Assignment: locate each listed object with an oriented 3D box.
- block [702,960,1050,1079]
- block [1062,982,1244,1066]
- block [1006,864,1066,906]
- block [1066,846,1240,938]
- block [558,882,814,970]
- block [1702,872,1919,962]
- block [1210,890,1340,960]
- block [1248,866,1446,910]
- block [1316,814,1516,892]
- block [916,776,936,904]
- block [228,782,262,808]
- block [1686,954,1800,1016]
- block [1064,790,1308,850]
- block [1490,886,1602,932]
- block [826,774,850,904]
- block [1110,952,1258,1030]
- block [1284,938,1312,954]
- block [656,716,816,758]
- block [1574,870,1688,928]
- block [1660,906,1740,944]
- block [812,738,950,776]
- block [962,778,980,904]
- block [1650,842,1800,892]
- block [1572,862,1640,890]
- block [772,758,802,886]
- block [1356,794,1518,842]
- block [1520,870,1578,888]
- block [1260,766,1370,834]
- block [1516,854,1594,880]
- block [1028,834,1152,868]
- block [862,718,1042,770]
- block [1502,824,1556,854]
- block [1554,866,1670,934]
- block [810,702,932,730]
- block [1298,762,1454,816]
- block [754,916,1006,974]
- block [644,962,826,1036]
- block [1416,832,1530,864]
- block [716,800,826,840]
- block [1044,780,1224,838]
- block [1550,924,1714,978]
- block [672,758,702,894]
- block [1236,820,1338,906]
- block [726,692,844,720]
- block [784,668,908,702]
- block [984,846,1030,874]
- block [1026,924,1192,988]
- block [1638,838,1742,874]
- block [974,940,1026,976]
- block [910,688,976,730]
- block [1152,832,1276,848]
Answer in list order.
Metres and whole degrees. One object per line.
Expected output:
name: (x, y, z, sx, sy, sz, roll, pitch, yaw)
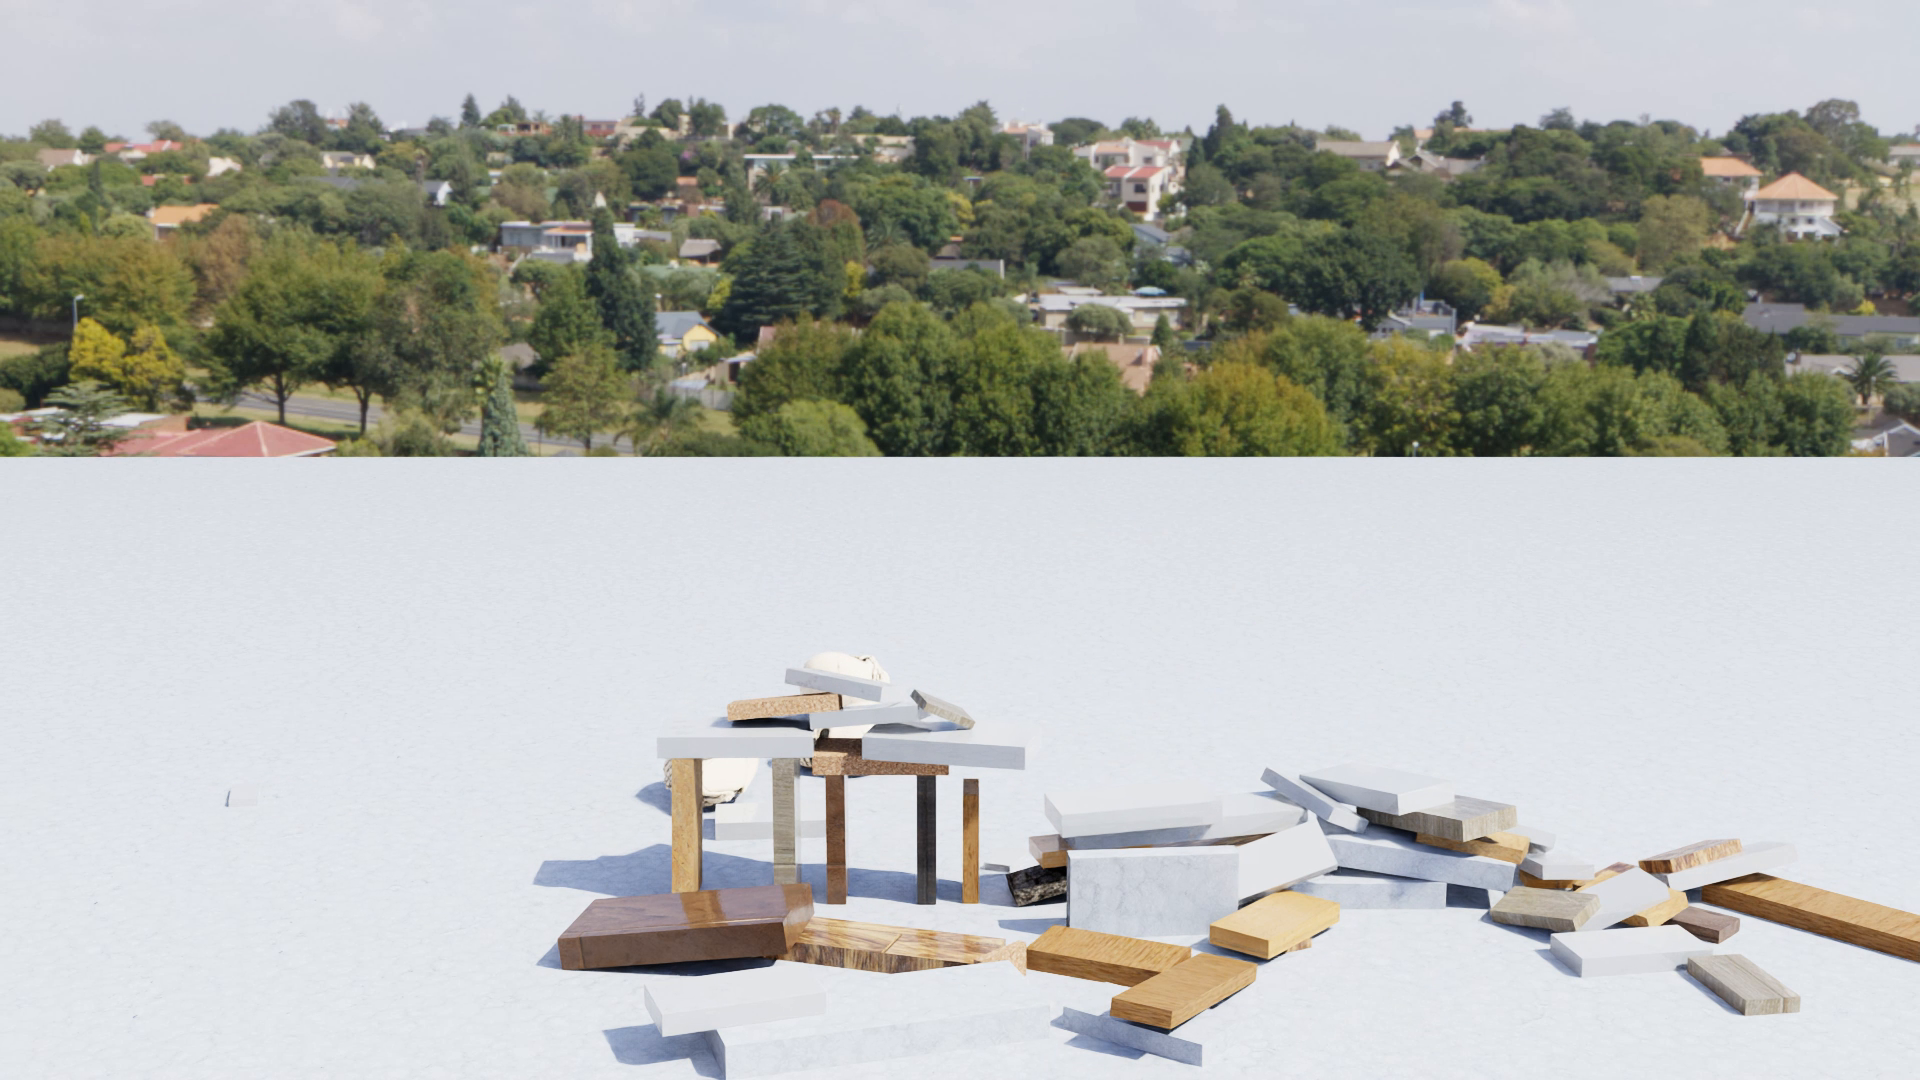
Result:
block: (-0.121, 0.672, 3.092, 0.461, 0.050, 0.177, -3, 11, -18)
block: (0.271, 0.680, 3.096, 0.227, 0.032, 0.113, 8, 13, 36)
block: (0.175, 0.555, 3.651, 0.186, 0.026, 0.093, -16, 10, -5)
block: (0.304, 0.557, 3.478, 0.268, 0.134, 0.038, -1, 11, -6)
block: (-0.418, 0.593, 3.383, 0.355, 0.050, 0.177, -6, 9, 11)
block: (1.478, 0.617, 3.435, 0.115, 0.033, 0.633, -9, 14, -41)
block: (0.495, 0.601, 3.452, 0.107, 0.030, 0.213, 9, 14, 39)
block: (0.634, 0.567, 3.668, 0.319, 0.045, 0.159, 0, 11, 0)
block: (0.754, 0.517, 3.668, 0.319, 0.045, 0.159, 8, 11, 8)
block: (-0.055, 0.481, 3.649, 0.031, 0.221, 0.111, 0, 11, 0)
block: (-1.363, 0.485, 4.192, 0.052, 0.015, 0.104, -3, 11, -14)
block: (1.156, 0.656, 3.248, 0.086, 0.024, 0.171, -2, 11, -9)
block: (0.370, 0.467, 3.668, 0.398, 0.035, 0.123, -4, 9, -11)
block: (0.931, 0.586, 3.499, 0.077, 0.022, 0.155, -31, 18, -37)
block: (-0.203, 0.481, 3.650, 0.031, 0.221, 0.111, 0, 11, 0)
block: (0.326, 0.644, 3.156, 0.090, 0.025, 0.351, 7, 4, 27)
block: (0.503, 0.623, 3.455, 0.048, 0.014, 0.096, -6, 12, -28)
block: (-0.365, 0.324, 3.618, 0.252, 0.036, 0.126, 0, 10, -1)
block: (1.075, 0.579, 3.536, 0.086, 0.024, 0.171, -26, 15, -23)
block: (1.156, 0.607, 3.517, 0.155, 0.022, 0.077, 10, 14, 42)
block: (-0.128, 0.357, 3.626, 0.221, 0.031, 0.111, 0, 11, 0)
block: (0.018, 0.499, 3.649, 0.026, 0.186, 0.093, 0, 11, 0)
block: (1.260, 0.543, 3.655, 0.230, 0.030, 0.107, -12, -4, -9)
block: (1.081, 0.567, 3.673, 0.105, 0.015, 0.053, -19, 10, -24)
block: (-0.287, 0.466, 3.646, 0.036, 0.252, 0.126, 0, 11, 0)
block: (0.789, 0.453, 3.653, 0.123, 0.035, 0.247, -9, 7, -32)
block: (1.005, 0.573, 3.718, 0.105, 0.015, 0.053, 0, 11, 0)
block: (0.594, 0.436, 3.690, 0.090, 0.025, 0.179, 23, 4, -36)
block: (0.998, 0.548, 3.691, 0.085, 0.024, 0.169, 0, -2, 0)
block: (0.216, 0.508, 3.644, 0.186, 0.026, 0.093, -4, 9, -12)
block: (-0.012, 0.330, 3.583, 0.268, 0.038, 0.134, 2, 11, 13)
block: (0.966, 0.515, 3.778, 0.085, 0.024, 0.169, 15, -12, 9)
block: (1.025, 0.579, 3.498, 0.179, 0.025, 0.090, -22, 14, -8)
block: (-0.146, 0.286, 3.606, 0.182, 0.026, 0.091, -5, 0, 13)
block: (0.702, 0.419, 3.719, 0.123, 0.035, 0.247, -9, 7, -31)
block: (-0.142, 0.626, 3.387, 0.409, 0.032, 0.113, 3, 11, 18)
block: (-0.313, 0.637, 3.053, 0.230, 0.033, 0.115, -4, 11, -20)
block: (0.851, 0.496, 3.645, 0.171, 0.024, 0.086, 11, 11, 21)
block: (-0.329, 0.511, 4.007, 0.230, 0.033, 0.115, -1, 11, -6)
block: (0.284, 0.441, 3.620, 0.268, 0.038, 0.134, -4, 9, -9)
block: (1.028, 0.630, 3.372, 0.213, 0.030, 0.107, -2, 11, -11)
block: (-0.452, 0.466, 3.645, 0.036, 0.252, 0.126, 1, 11, 0)
block: (0.475, 0.535, 3.559, 0.256, 0.085, 0.024, -19, -31, -7)
block: (-0.289, 0.274, 3.638, 0.182, 0.026, 0.091, -5, 0, 2)
block: (-0.189, 0.241, 3.650, 0.182, 0.026, 0.091, 9, 1, 25)
block: (0.081, 0.555, 3.820, 0.047, 0.013, 0.095, 4, 11, 22)
block: (0.225, 0.635, 3.339, 0.227, 0.032, 0.113, 5, 12, 25)
block: (1.216, 0.526, 3.662, 0.155, 0.022, 0.077, -11, -4, -26)
block: (0.060, 0.637, 3.277, 0.015, 0.052, 0.104, 9, 14, 41)
block: (-0.028, 0.275, 3.580, 0.104, 0.015, 0.052, 25, 9, -34)
block: (0.418, 0.534, 3.665, 0.319, 0.045, 0.159, -13, 10, -2)
